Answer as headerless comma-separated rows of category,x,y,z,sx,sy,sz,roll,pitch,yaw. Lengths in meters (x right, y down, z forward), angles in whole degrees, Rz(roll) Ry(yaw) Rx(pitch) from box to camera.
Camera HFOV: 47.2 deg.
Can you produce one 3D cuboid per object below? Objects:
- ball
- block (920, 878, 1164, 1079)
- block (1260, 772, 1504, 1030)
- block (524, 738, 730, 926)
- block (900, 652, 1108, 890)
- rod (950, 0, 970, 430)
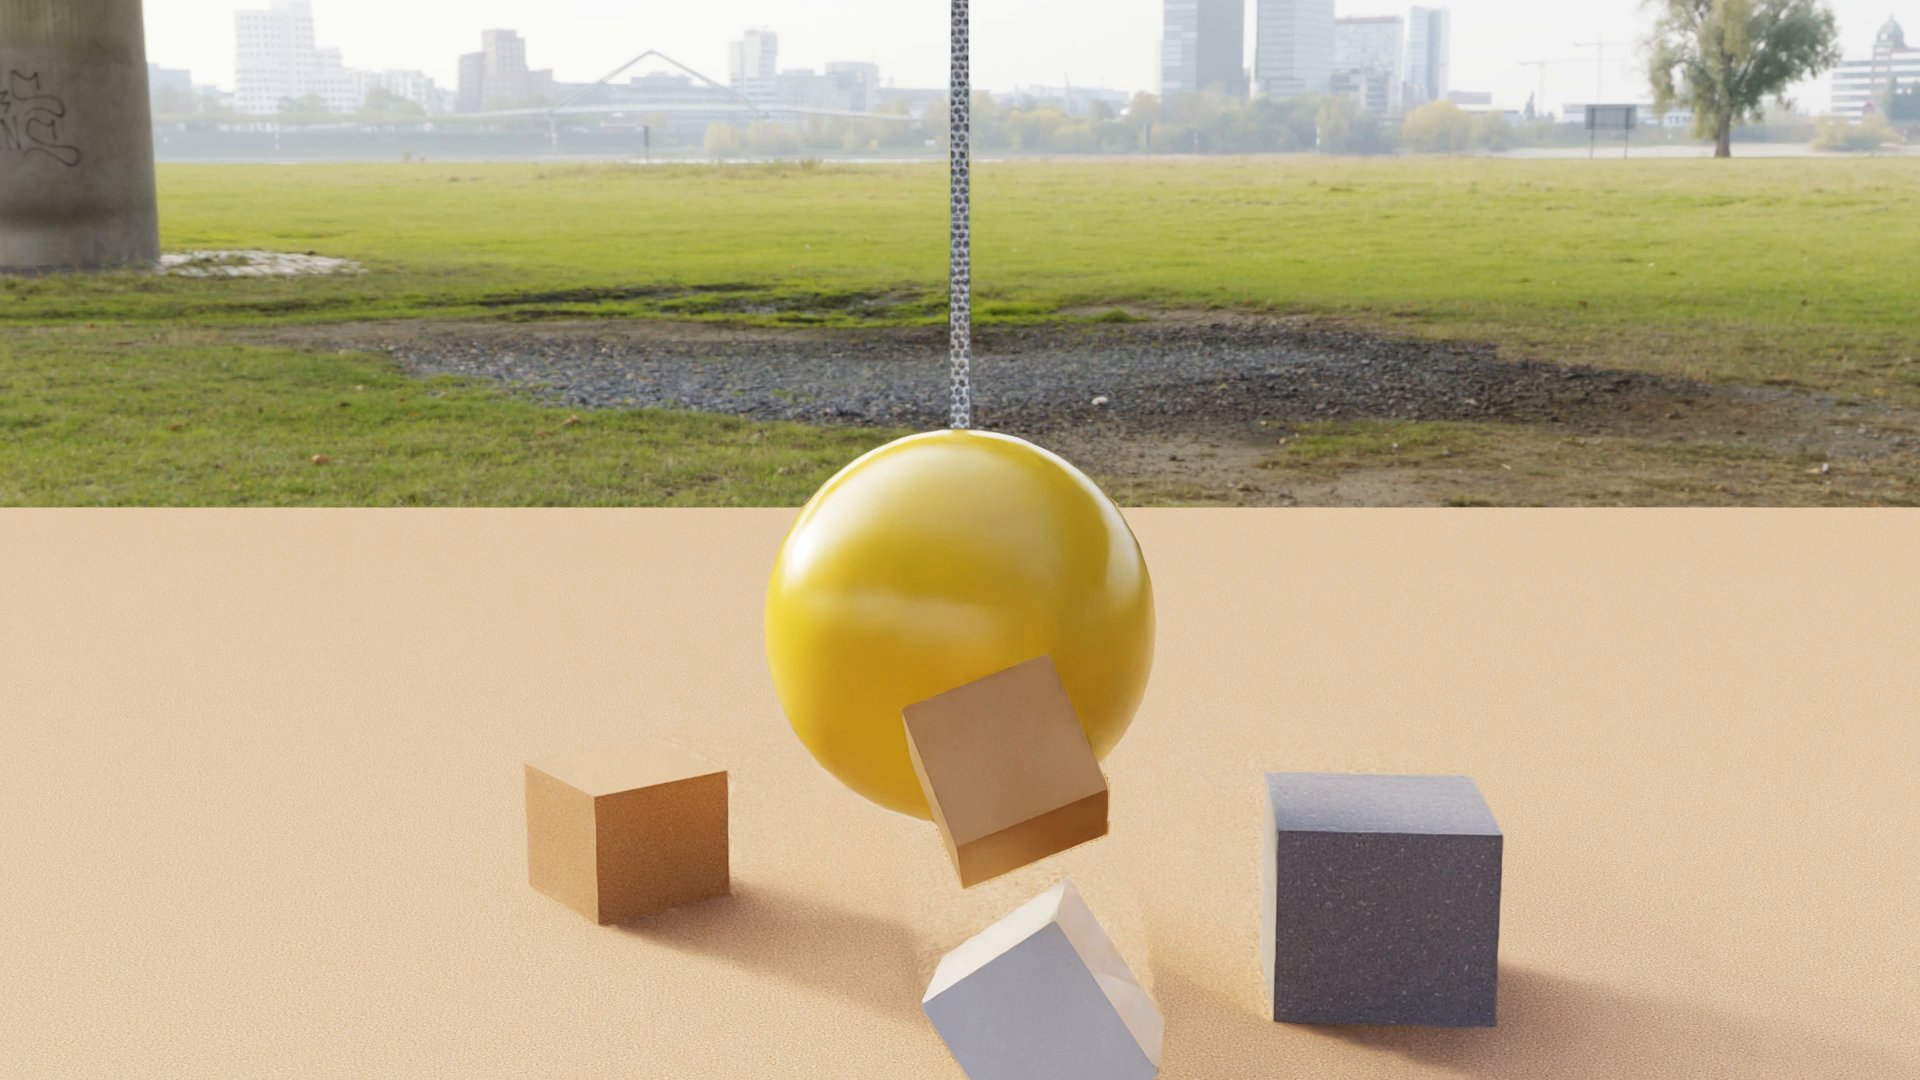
ball,0.000,0.349,8.949,1.600,1.600,1.600,0,10,0
block,0.306,1.680,7.807,0.559,0.635,0.619,-34,0,8
block,1.730,1.480,9.164,0.880,0.808,0.827,1,10,4
block,-1.571,1.362,10.379,0.696,0.607,0.688,-8,13,-37
block,0.157,0.800,7.568,0.541,0.524,0.490,-20,-25,-7
rod,0.000,-2.979,9.644,0.080,5.200,0.080,0,-12,0
